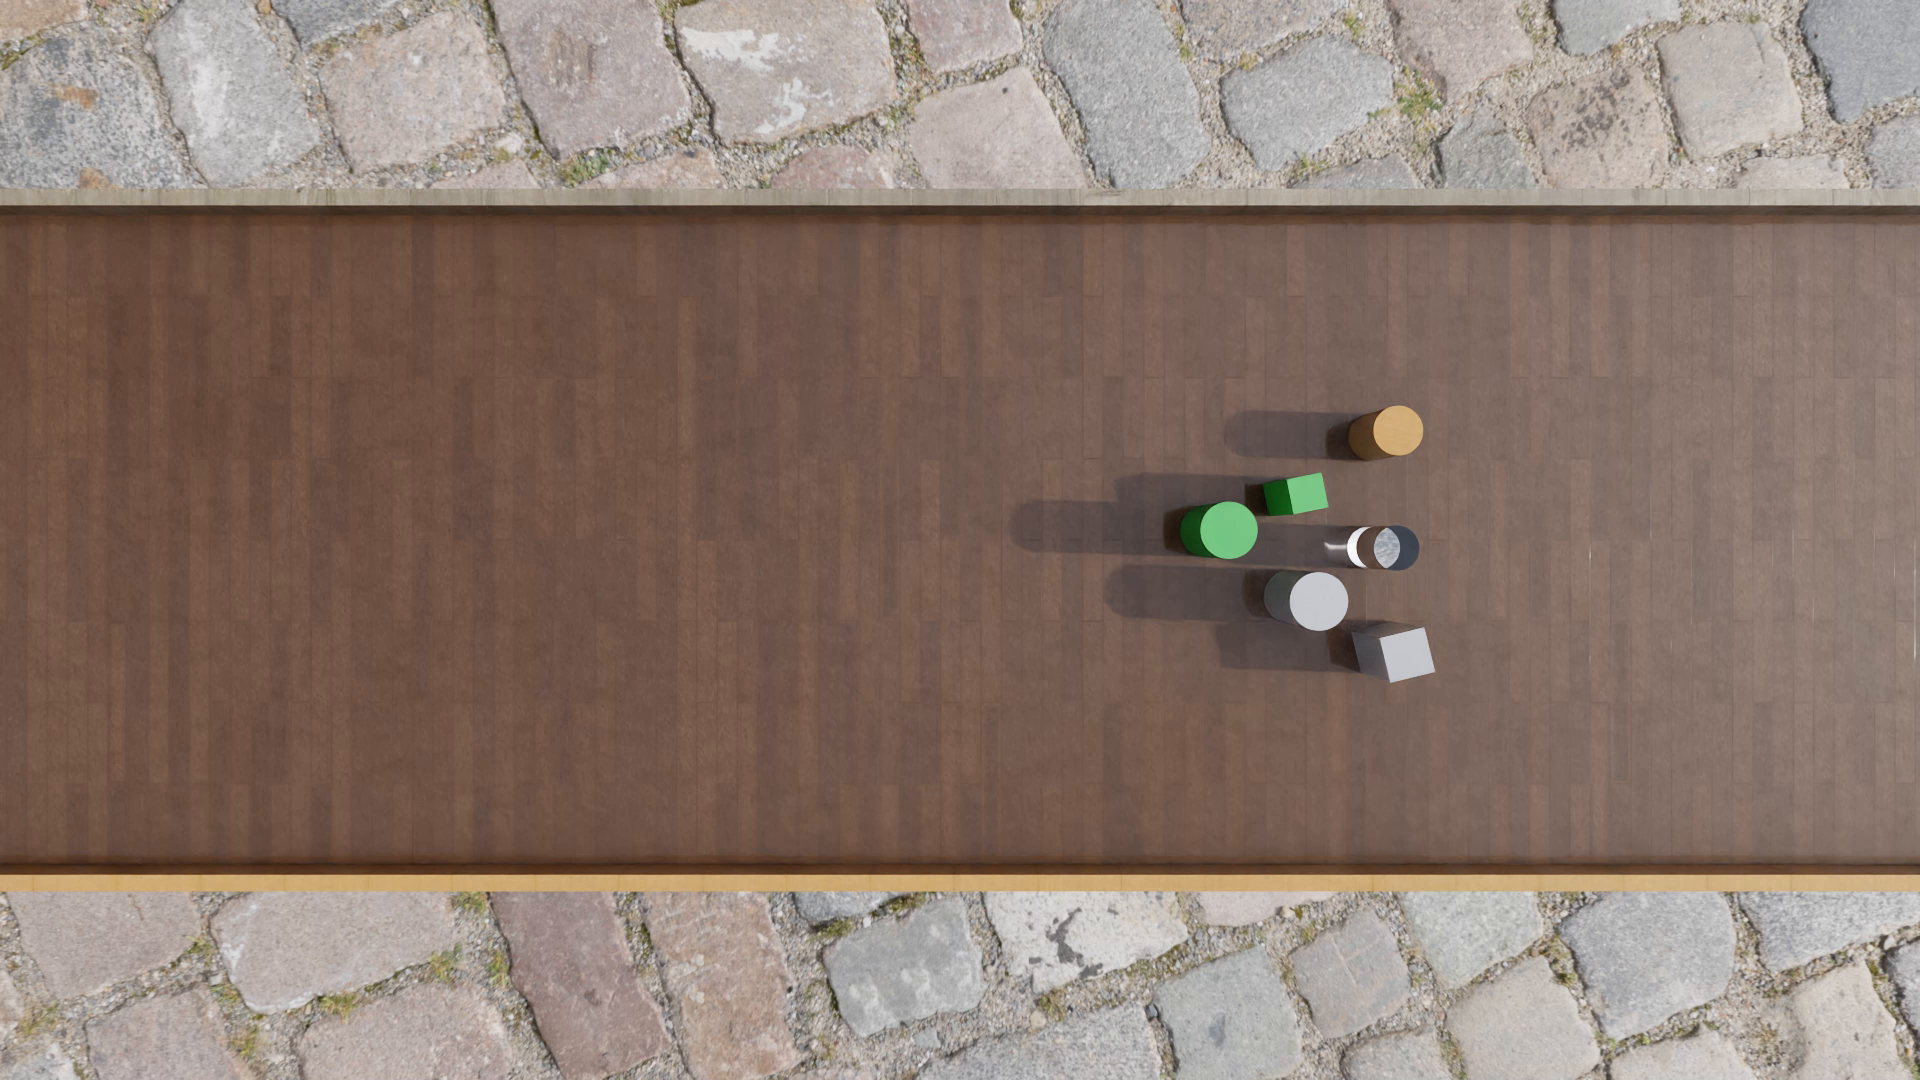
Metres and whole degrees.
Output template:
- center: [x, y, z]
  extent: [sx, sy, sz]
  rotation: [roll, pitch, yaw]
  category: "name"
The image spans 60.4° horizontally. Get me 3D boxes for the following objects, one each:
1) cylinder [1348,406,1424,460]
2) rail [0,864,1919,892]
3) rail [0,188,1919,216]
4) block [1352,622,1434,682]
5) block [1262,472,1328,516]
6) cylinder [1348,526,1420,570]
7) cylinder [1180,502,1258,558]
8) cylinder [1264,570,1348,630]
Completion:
- center: [1.266, -0.316, 4.920]
  extent: [0.144, 0.314, 0.144]
  rotation: [0, 90, 0]
  category: "cylinder"
- center: [-2.247, 1.025, 5.001]
  extent: [12.000, 0.150, 0.050]
  rotation: [0, 90, 0]
  category: "rail"
- center: [-2.247, -1.025, 5.002]
  extent: [12.000, 0.150, 0.050]
  rotation: [0, 90, 0]
  category: "rail"
- center: [1.283, 0.330, 4.903]
  extent: [0.132, 0.347, 0.132]
  rotation: [-14, 90, 0]
  category: "block"
- center: [0.991, -0.133, 4.889]
  extent: [0.101, 0.374, 0.101]
  rotation: [-12, 90, 0]
  category: "block"
- center: [1.258, 0.024, 4.914]
  extent: [0.131, 0.325, 0.131]
  rotation: [0, 90, 0]
  category: "cylinder"
- center: [0.758, -0.027, 4.861]
  extent: [0.162, 0.430, 0.162]
  rotation: [0, 90, 0]
  category: "cylinder"
- center: [1.018, 0.174, 4.876]
  extent: [0.166, 0.401, 0.166]
  rotation: [0, 90, 0]
  category: "cylinder"
